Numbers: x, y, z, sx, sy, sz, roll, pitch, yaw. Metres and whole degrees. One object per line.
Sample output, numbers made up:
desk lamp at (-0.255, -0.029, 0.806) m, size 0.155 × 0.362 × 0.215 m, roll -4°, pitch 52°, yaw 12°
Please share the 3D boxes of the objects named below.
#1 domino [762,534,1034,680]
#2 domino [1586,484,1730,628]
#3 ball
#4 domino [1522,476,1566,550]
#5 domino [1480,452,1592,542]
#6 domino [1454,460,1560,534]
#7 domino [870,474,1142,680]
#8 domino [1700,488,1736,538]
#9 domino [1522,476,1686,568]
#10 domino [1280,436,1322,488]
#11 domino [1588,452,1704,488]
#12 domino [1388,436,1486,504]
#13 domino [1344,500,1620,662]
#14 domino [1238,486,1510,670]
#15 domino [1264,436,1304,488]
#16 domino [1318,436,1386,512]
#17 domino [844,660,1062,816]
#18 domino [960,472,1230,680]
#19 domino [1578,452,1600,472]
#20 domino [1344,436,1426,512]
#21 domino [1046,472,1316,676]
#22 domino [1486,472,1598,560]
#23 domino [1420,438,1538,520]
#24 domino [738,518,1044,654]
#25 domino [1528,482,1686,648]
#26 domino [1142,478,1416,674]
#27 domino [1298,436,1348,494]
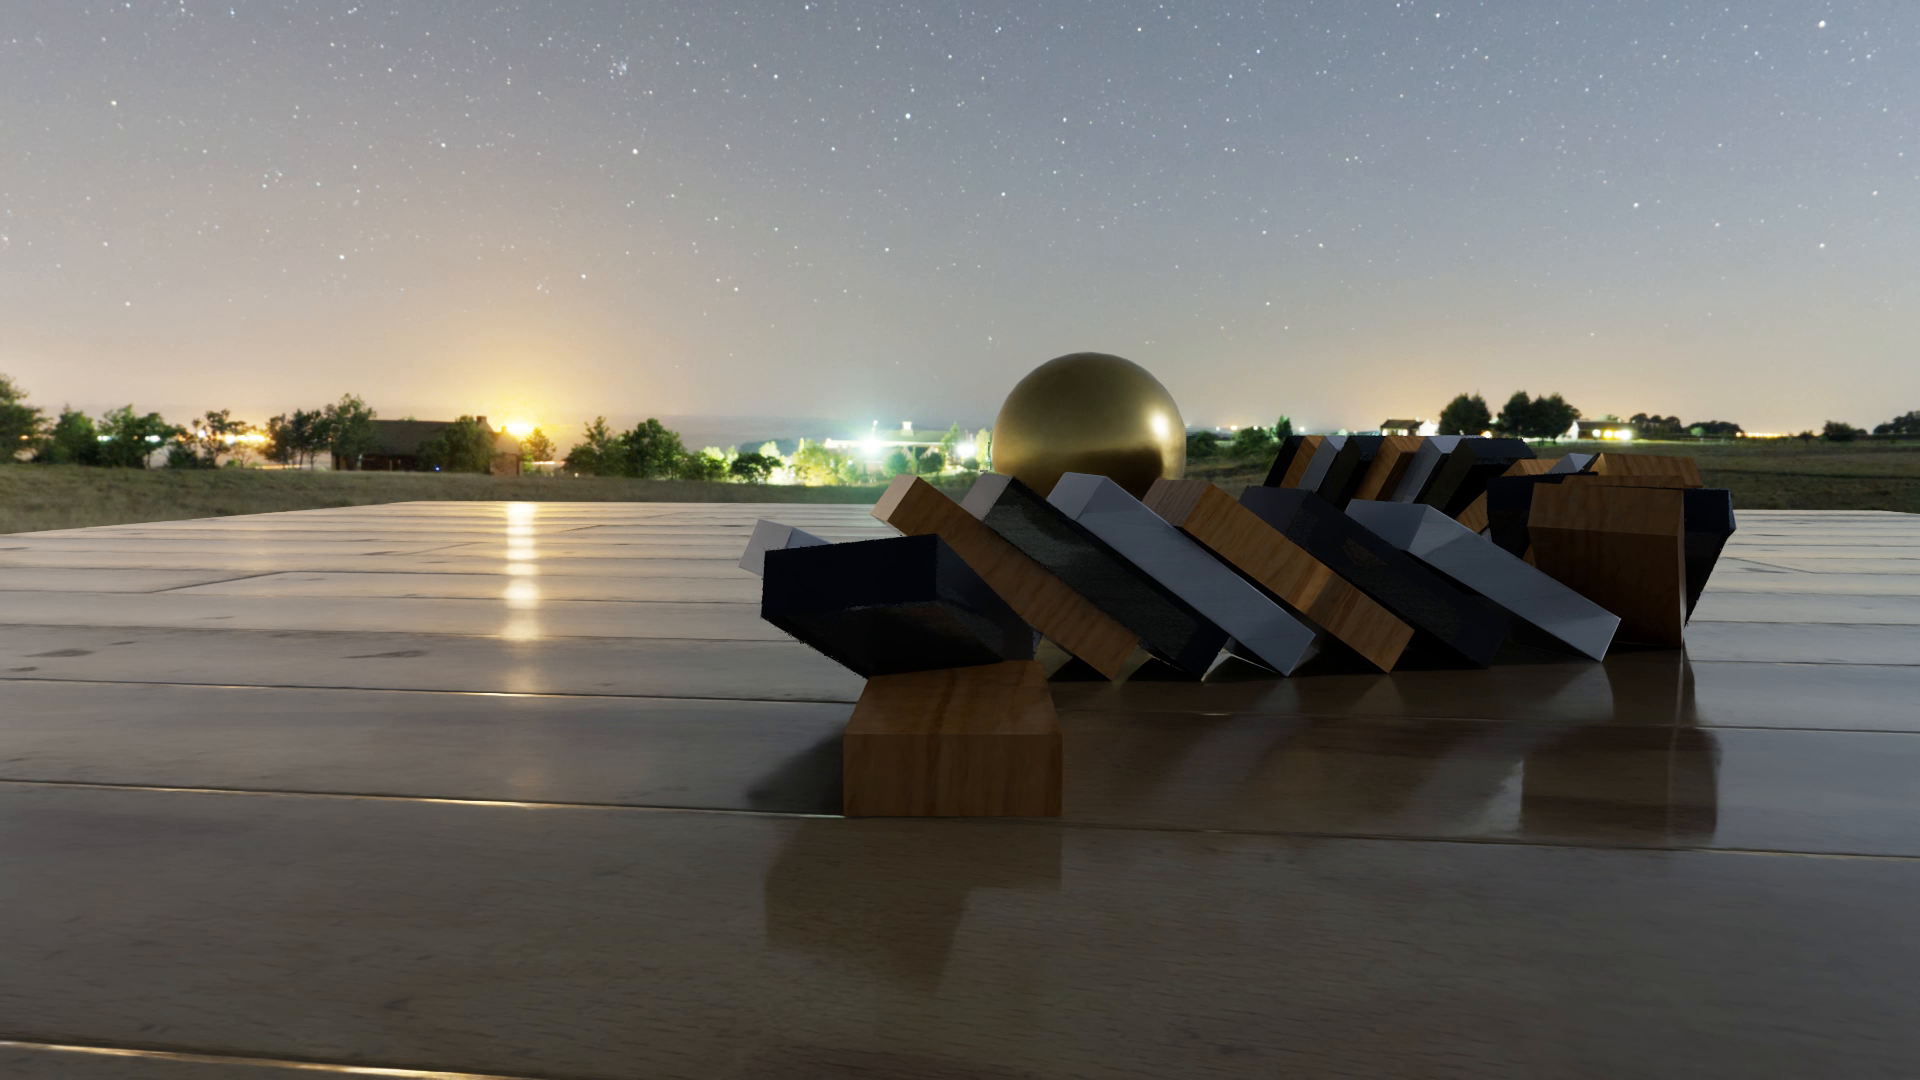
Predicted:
domino at (-0.007, 0.013, 0.194) m, size 0.025 × 0.009 × 0.050 m, roll -6°, pitch -20°, yaw 17°
domino at (0.145, 0.005, 0.274) m, size 0.025 × 0.009 × 0.050 m, roll 3°, pitch -25°, yaw 21°
ball at (0.053, -0.037, 0.527) m, size 0.080 × 0.080 × 0.080 m, roll 0°, pitch 4°, yaw 0°
domino at (0.168, -0.001, 0.349) m, size 0.025 × 0.009 × 0.050 m, roll 2°, pitch -27°, yaw 28°
domino at (0.185, -0.007, 0.399) m, size 0.025 × 0.009 × 0.050 m, roll 4°, pitch -34°, yaw -17°
domino at (0.177, -0.008, 0.417) m, size 0.025 × 0.010 × 0.050 m, roll -2°, pitch -32°, yaw -22°
domino at (0.008, 0.006, 0.238) m, size 0.050 × 0.009 × 0.025 m, roll 36°, pitch -3°, yaw -11°
domino at (0.154, 0.004, 0.295) m, size 0.025 × 0.009 × 0.050 m, roll 1°, pitch -25°, yaw 9°
domino at (0.155, 0.001, 0.313) m, size 0.025 × 0.010 × 0.050 m, roll 1°, pitch -29°, yaw 9°
domino at (0.132, -0.016, 0.482) m, size 0.025 × 0.050 × 0.009 m, roll -2°, pitch 42°, yaw -23°
domino at (0.185, -0.005, 0.365) m, size 0.025 × 0.009 × 0.050 m, roll 3°, pitch -35°, yaw -1°
domino at (0.162, -0.013, 0.442) m, size 0.025 × 0.050 × 0.009 m, roll -2°, pitch 42°, yaw -22°
domino at (0.102, 0.008, 0.255) m, size 0.050 × 0.009 × 0.025 m, roll 27°, pitch -4°, yaw -16°
domino at (0.078, 0.007, 0.249) m, size 0.050 × 0.009 × 0.025 m, roll 31°, pitch -3°, yaw -14°
domino at (0.129, -0.017, 0.493) m, size 0.025 × 0.050 × 0.009 m, roll -2°, pitch 42°, yaw -23°
domino at (0.142, -0.015, 0.460) m, size 0.025 × 0.050 × 0.010 m, roll -2°, pitch 42°, yaw -22°
domino at (0.000, 0.025, 0.171) m, size 0.025 × 0.010 × 0.050 m, roll 0°, pitch 4°, yaw 1°
domino at (0.024, 0.006, 0.239) m, size 0.050 × 0.009 × 0.025 m, roll 36°, pitch -3°, yaw -12°
domino at (0.187, -0.006, 0.382) m, size 0.025 × 0.010 × 0.050 m, roll 4°, pitch -34°, yaw -11°
domino at (0.151, -0.014, 0.451) m, size 0.025 × 0.050 × 0.010 m, roll -2°, pitch 42°, yaw -22°
domino at (0.040, 0.006, 0.241) m, size 0.050 × 0.010 × 0.025 m, roll 36°, pitch -3°, yaw -12°
domino at (0.152, 0.000, 0.333) m, size 0.025 × 0.010 × 0.050 m, roll -3°, pitch -29°, yaw 26°
domino at (0.169, -0.012, 0.431) m, size 0.025 × 0.050 × 0.009 m, roll -2°, pitch 45°, yaw -22°
domino at (-0.013, 0.011, 0.232) m, size 0.050 × 0.009 × 0.025 m, roll 24°, pitch -5°, yaw -22°
domino at (0.131, 0.006, 0.257) m, size 0.025 × 0.009 × 0.050 m, roll 5°, pitch -25°, yaw 33°
domino at (0.059, 0.006, 0.244) m, size 0.050 × 0.009 × 0.025 m, roll 34°, pitch -4°, yaw -14°
domino at (0.136, -0.016, 0.470) m, size 0.025 × 0.050 × 0.009 m, roll -2°, pitch 42°, yaw -23°
